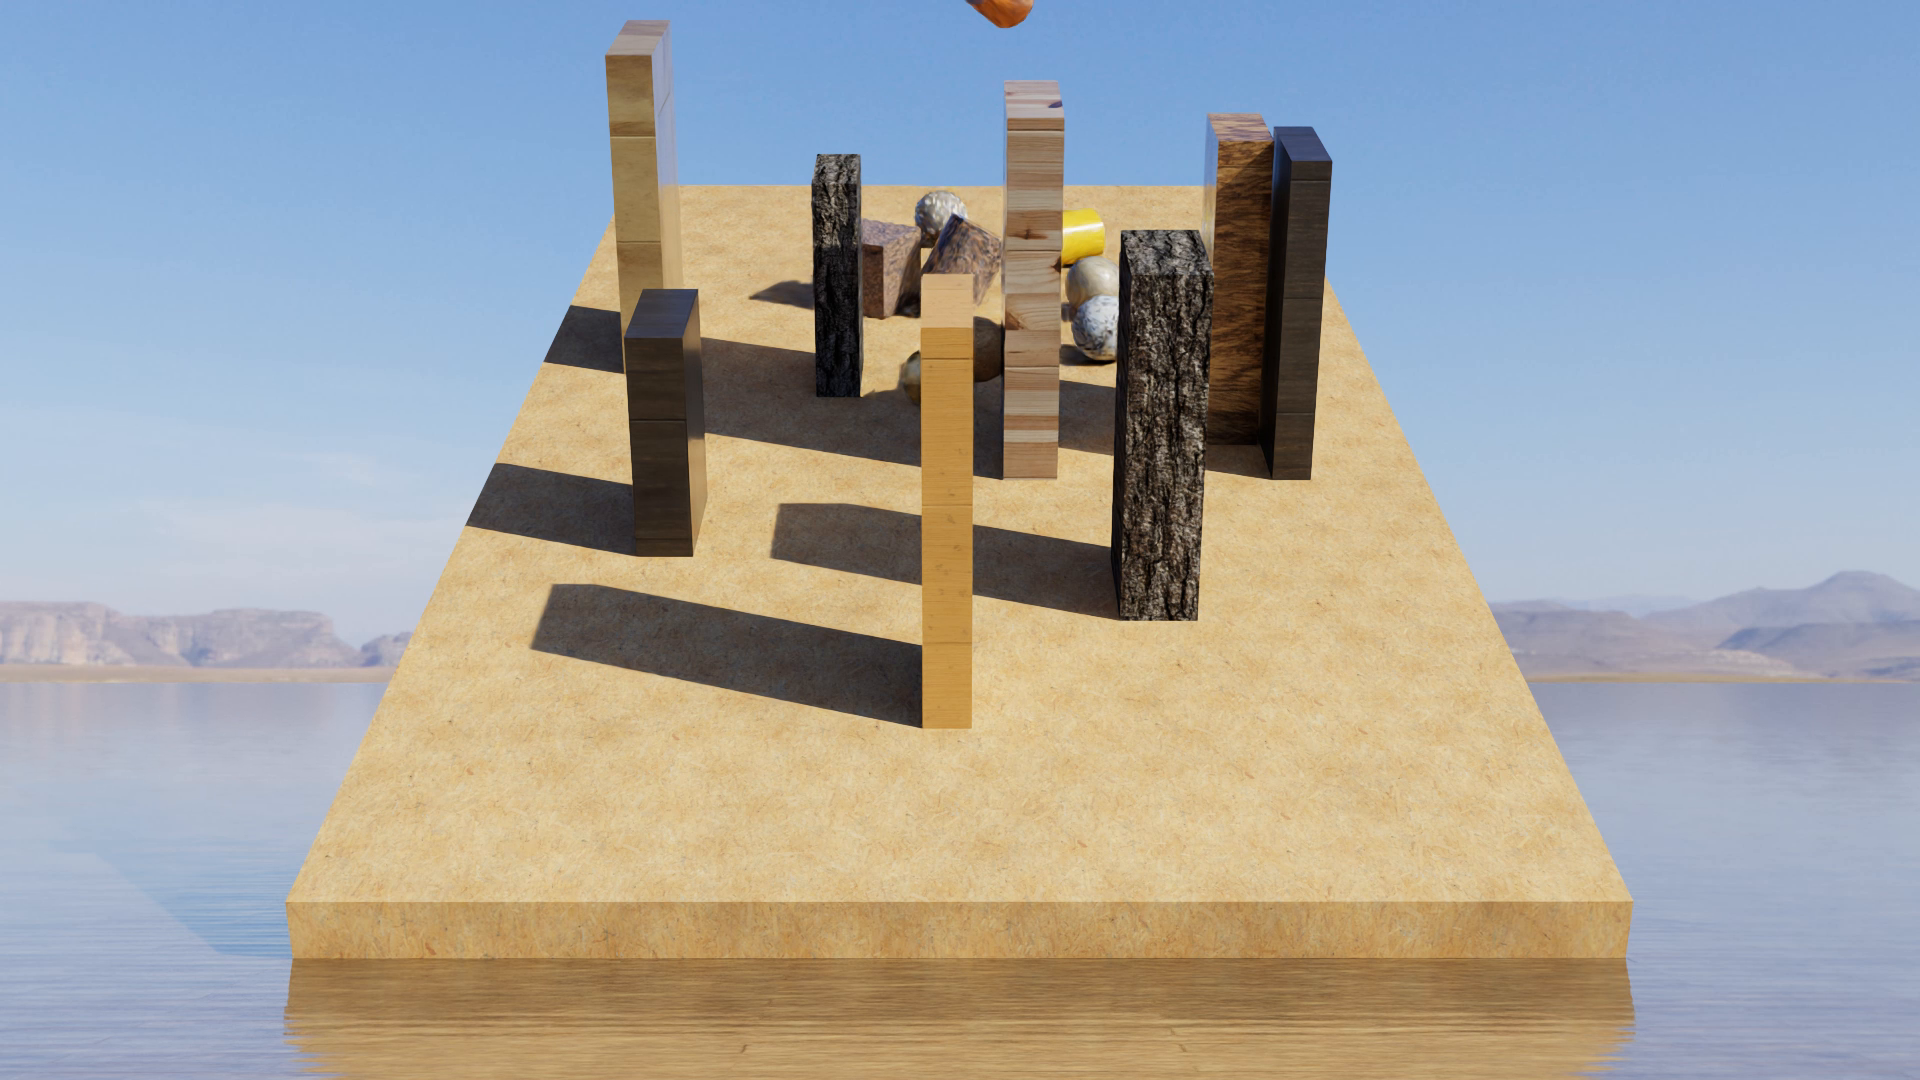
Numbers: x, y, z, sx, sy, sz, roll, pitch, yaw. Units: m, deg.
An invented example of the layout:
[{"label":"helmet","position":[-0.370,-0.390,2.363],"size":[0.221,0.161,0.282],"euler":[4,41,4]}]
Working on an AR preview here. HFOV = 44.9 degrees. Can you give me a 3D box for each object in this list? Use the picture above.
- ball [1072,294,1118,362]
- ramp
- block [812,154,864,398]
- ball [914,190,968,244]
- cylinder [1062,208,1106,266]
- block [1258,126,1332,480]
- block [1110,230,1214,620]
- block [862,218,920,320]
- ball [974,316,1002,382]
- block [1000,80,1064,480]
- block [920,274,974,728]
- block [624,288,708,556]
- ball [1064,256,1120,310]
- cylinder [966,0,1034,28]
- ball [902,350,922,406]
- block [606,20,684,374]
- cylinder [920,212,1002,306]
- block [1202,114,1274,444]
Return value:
[{"label":"ball","position":[0.350,-0.512,5.619],"size":[0.160,0.160,0.160],"euler":[0,-3,0]},{"label":"ramp","position":[-0.008,-0.228,5.297],"size":[2.000,0.100,4.000],"euler":[0,24,0]},{"label":"block","position":[-0.283,-0.618,5.423],"size":[0.101,0.509,0.260],"euler":[0,24,0]},{"label":"ball","position":[-0.054,-0.904,6.516],"size":[0.150,0.150,0.150],"euler":[0,-3,0]},{"label":"cylinder","position":[0.295,-0.825,6.343],"size":[0.146,0.146,0.146],"euler":[-13,3,-27]},{"label":"block","position":[0.706,-0.502,4.940],"size":[0.082,0.694,0.287],"euler":[0,24,0]},{"label":"block","position":[0.370,-0.212,4.313],"size":[0.144,0.670,0.279],"euler":[0,24,0]},{"label":"block","position":[-0.233,-0.702,6.003],"size":[0.194,0.194,0.194],"euler":[12,27,25]},{"label":"ball","position":[0.040,-0.429,5.232],"size":[0.149,0.149,0.149],"euler":[0,-3,0]},{"label":"block","position":[0.150,-0.551,4.938],"size":[0.115,0.781,0.330],"euler":[0,24,0]},{"label":"block","position":[-0.021,-0.064,3.921],"size":[0.083,0.715,0.280],"euler":[0,24,0]},{"label":"block","position":[-0.581,-0.236,4.626],"size":[0.111,0.455,0.302],"euler":[0,24,0]},{"label":"ball","position":[0.344,-0.647,5.931],"size":[0.154,0.154,0.154],"euler":[0,-3,0]},{"label":"cylinder","position":[0.111,-1.648,6.978],"size":[0.165,0.165,0.165],"euler":[-2,-16,33]},{"label":"ball","position":[-0.060,-0.372,5.320],"size":[0.144,0.144,0.144],"euler":[0,-3,0]},{"label":"block","position":[-0.749,-0.825,5.576],"size":[0.105,0.762,0.399],"euler":[0,24,0]},{"label":"cylinder","position":[0.016,-0.718,5.941],"size":[0.176,0.176,0.176],"euler":[28,10,-5]},{"label":"block","position":[0.598,-0.572,5.111],"size":[0.117,0.682,0.247],"euler":[0,24,0]}]
